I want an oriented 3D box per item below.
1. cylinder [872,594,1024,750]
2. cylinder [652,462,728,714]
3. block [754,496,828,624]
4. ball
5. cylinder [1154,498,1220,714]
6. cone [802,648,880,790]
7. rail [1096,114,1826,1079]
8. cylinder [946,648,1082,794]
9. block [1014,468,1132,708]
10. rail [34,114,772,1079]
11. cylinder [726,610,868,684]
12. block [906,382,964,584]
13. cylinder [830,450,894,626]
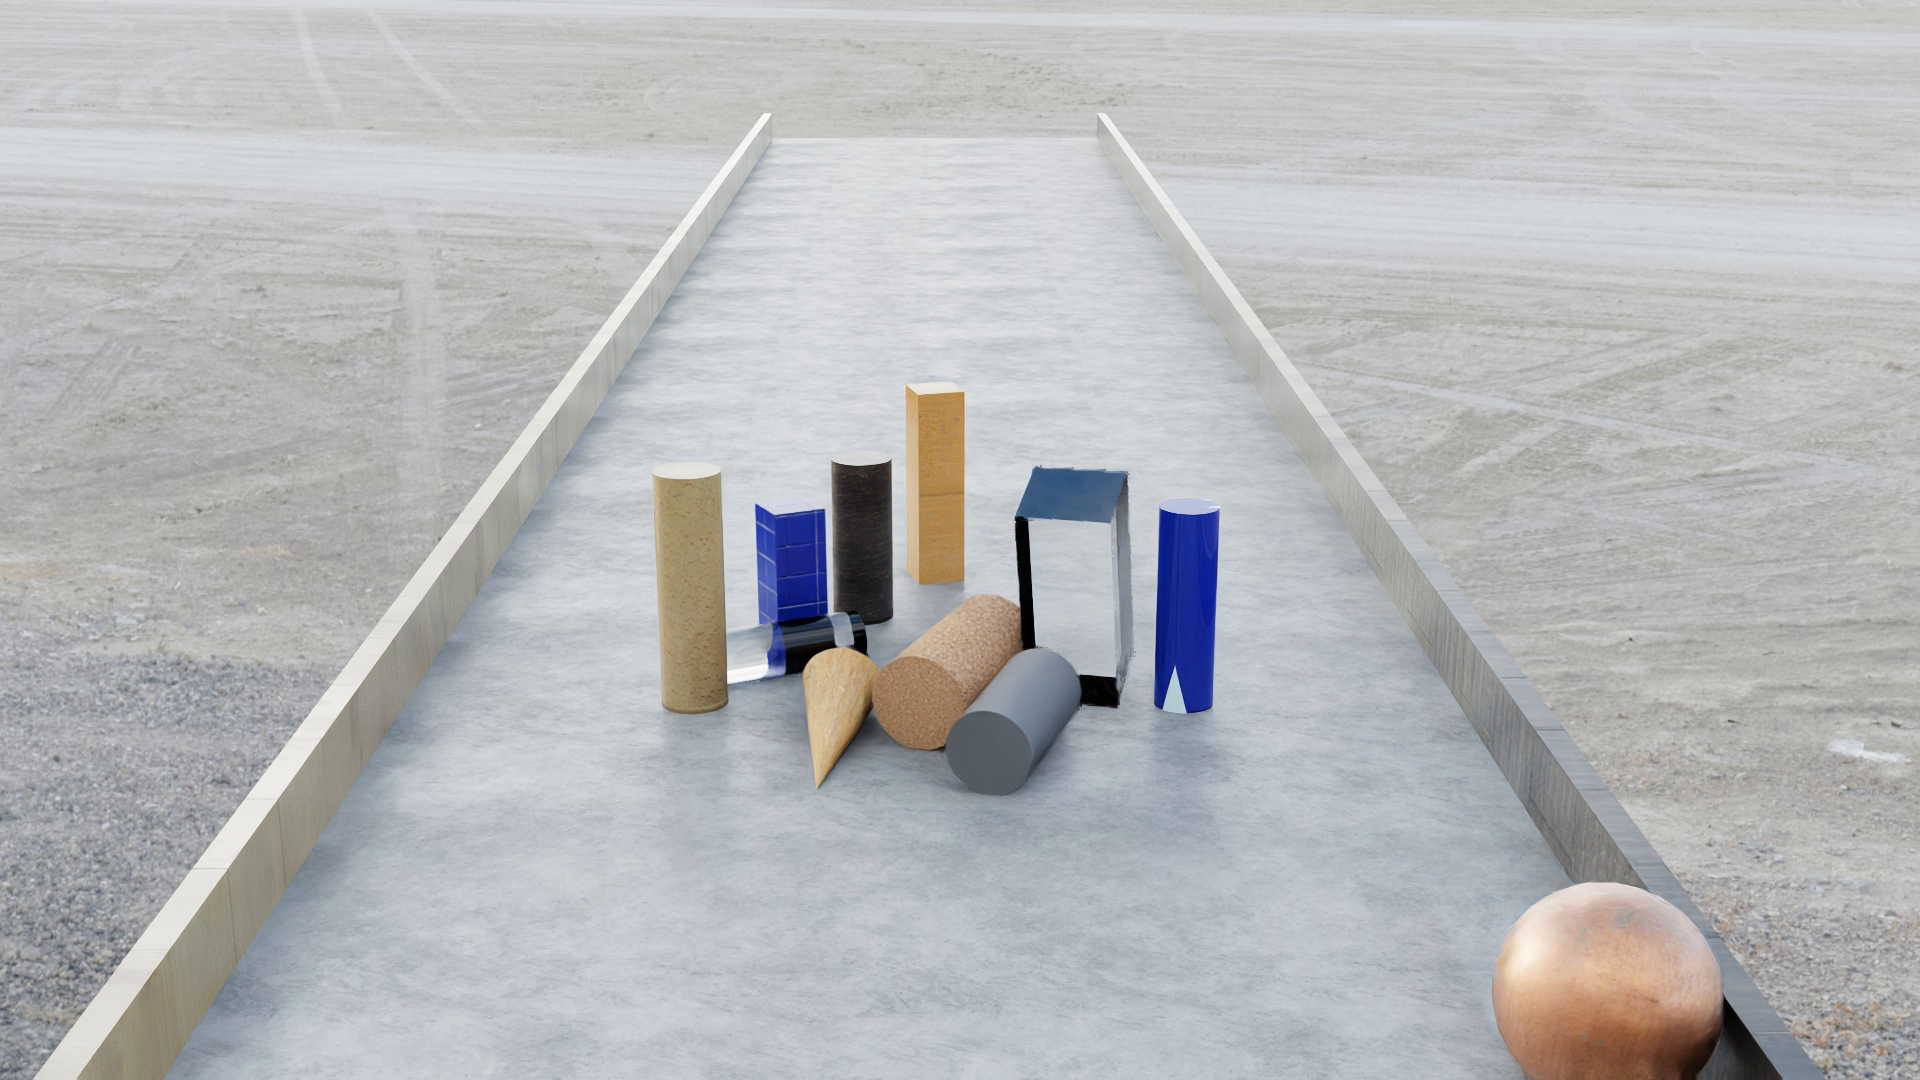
[{"bbox_3d":[-0.007,0.241,4.104,0.178,0.178,0.384,6,18,20],"label":"cylinder"},{"bbox_3d":[-0.504,0.090,4.122,0.126,0.457,0.126,0,17,0],"label":"cylinder"},{"bbox_3d":[-0.337,0.079,4.418,0.108,0.307,0.108,-8,17,-25],"label":"block"},{"bbox_3d":[0.820,0.577,2.787,0.284,0.284,0.284,0,17,0],"label":"ball"},{"bbox_3d":[0.425,0.123,4.130,0.113,0.389,0.113,0,17,0],"label":"cylinder"},{"bbox_3d":[-0.232,0.347,3.929,0.151,0.151,0.340,1,29,5],"label":"cone"},{"bbox_3d":[0.932,-0.844,7.801,0.050,0.150,12.000,0,17,-1],"label":"rail"},{"bbox_3d":[0.099,0.317,3.891,0.154,0.154,0.332,5,17,17],"label":"cylinder"},{"bbox_3d":[0.218,0.091,4.137,0.175,0.414,0.175,4,34,13],"label":"block"},{"bbox_3d":[-1.118,-0.838,7.780,0.050,0.150,12.000,0,17,-1],"label":"rail"},{"bbox_3d":[-0.343,0.212,4.328,0.304,0.107,0.107,-8,18,-25],"label":"cylinder"},{"bbox_3d":[-0.055,-0.127,4.895,0.106,0.432,0.106,-5,17,-15],"label":"block"},{"bbox_3d":[-0.206,-0.005,4.635,0.127,0.347,0.127,0,17,0],"label":"cylinder"}]
